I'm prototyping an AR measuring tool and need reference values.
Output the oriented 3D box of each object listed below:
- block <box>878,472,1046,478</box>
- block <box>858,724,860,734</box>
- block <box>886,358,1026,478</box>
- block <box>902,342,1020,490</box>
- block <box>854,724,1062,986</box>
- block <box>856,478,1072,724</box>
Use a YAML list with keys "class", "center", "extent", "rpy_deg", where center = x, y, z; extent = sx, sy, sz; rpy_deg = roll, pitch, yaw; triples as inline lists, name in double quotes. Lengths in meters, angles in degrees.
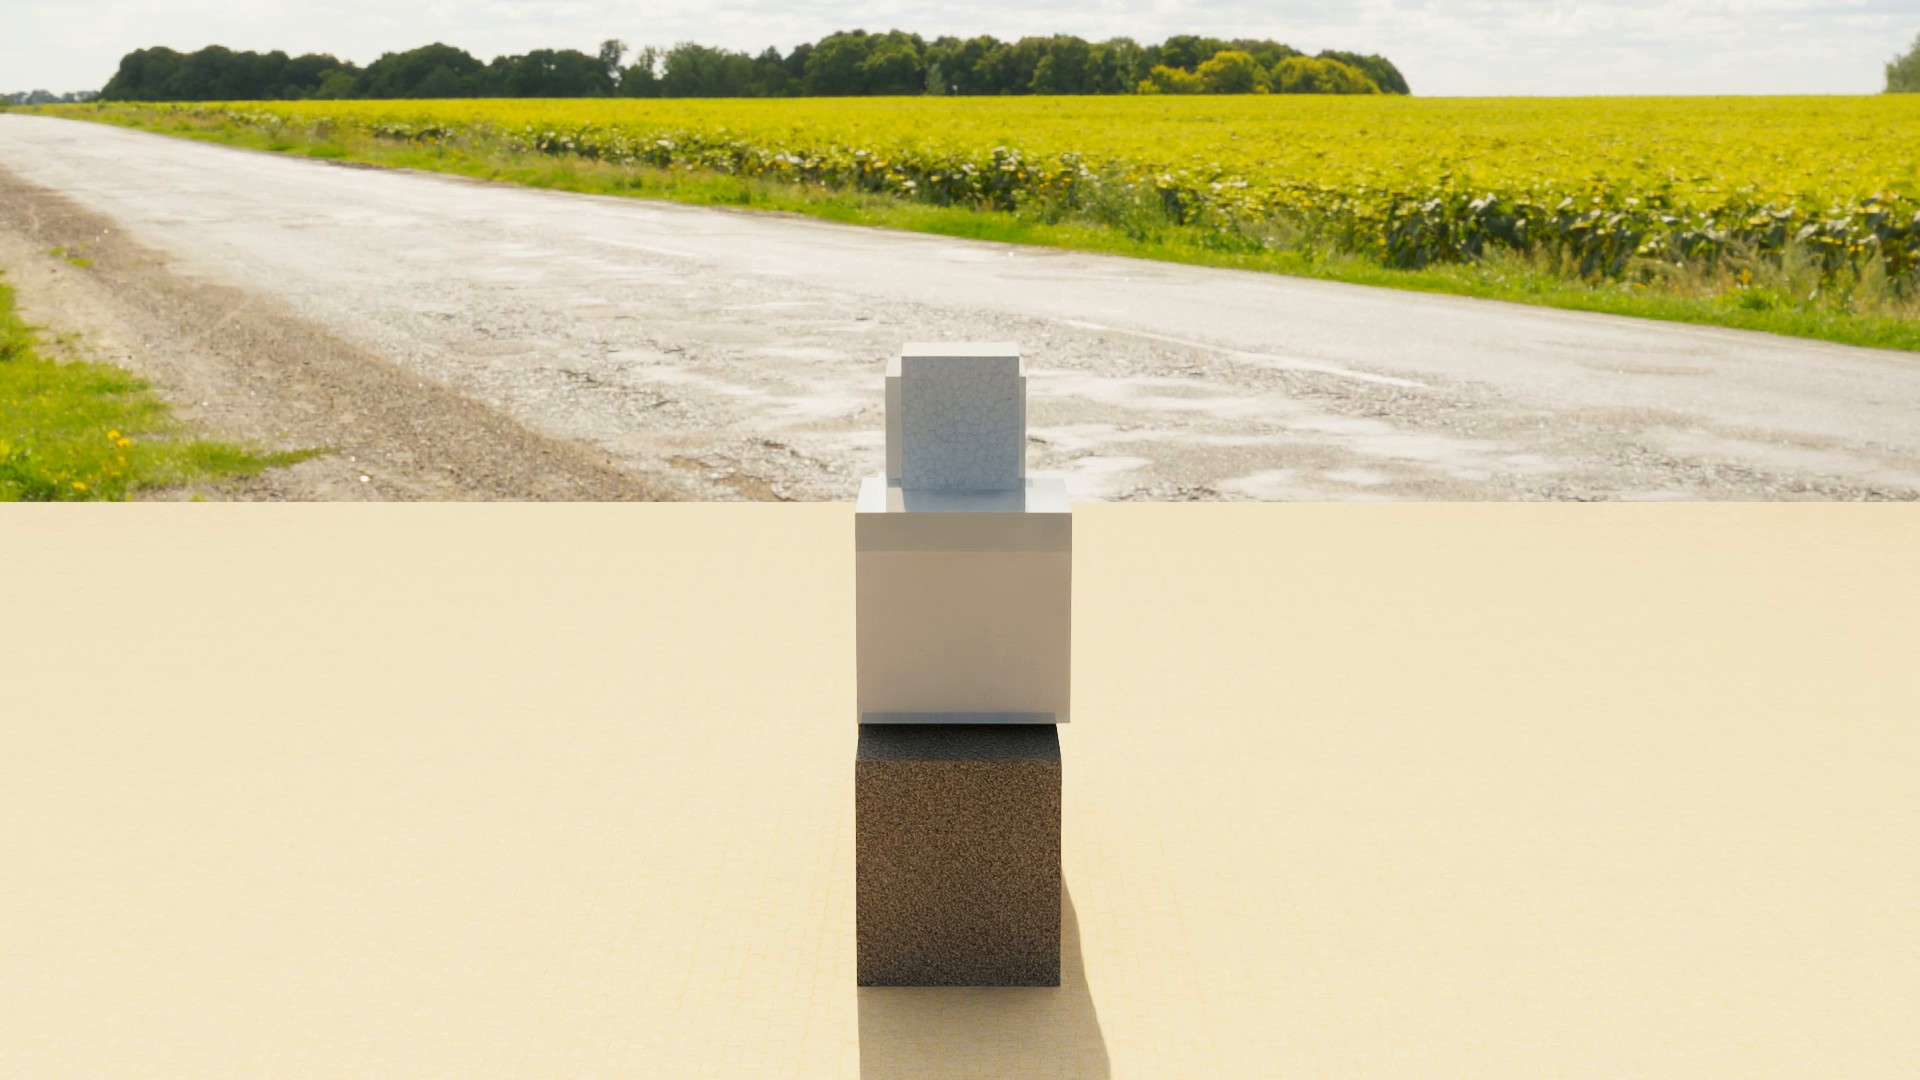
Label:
- class: "block"
  center: [0.010, 0.145, 11.924]
  extent: [0.790, 0.812, 0.748]
  rpy_deg: [0, 11, 0]
- class: "block"
  center: [-0.012, 1.053, 11.092]
  extent: [0.822, 0.960, 0.810]
  rpy_deg: [0, 10, 0]
- class: "block"
  center: [-0.019, -0.462, 11.330]
  extent: [0.603, 0.612, 0.612]
  rpy_deg: [0, 12, 0]
- class: "block"
  center: [0.001, -0.526, 10.754]
  extent: [0.483, 0.552, 0.489]
  rpy_deg: [0, 11, 0]
- class: "block"
  center: [-0.006, 1.224, 10.302]
  extent: [0.794, 0.906, 0.785]
  rpy_deg: [0, 10, 0]
- class: "block"
  center: [0.014, 0.233, 10.529]
  extent: [0.851, 0.854, 0.817]
  rpy_deg: [0, 11, 0]
